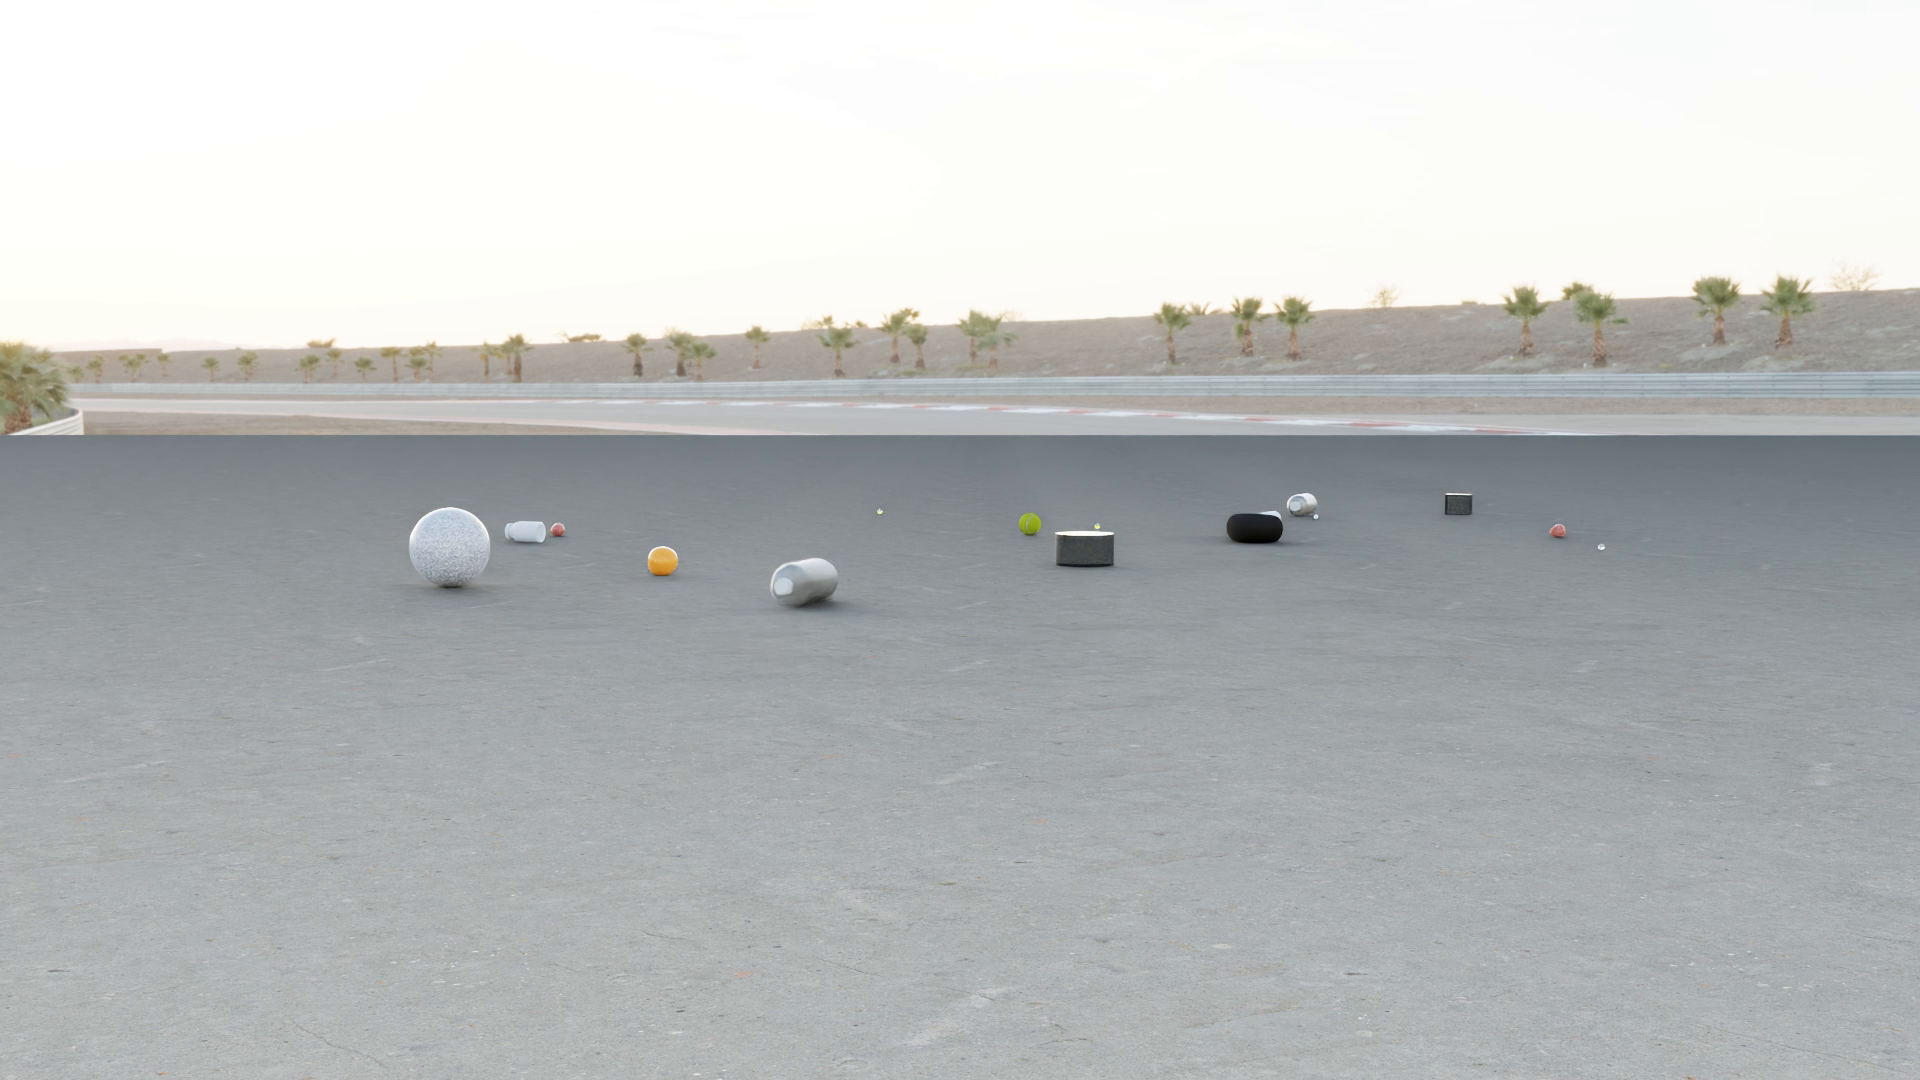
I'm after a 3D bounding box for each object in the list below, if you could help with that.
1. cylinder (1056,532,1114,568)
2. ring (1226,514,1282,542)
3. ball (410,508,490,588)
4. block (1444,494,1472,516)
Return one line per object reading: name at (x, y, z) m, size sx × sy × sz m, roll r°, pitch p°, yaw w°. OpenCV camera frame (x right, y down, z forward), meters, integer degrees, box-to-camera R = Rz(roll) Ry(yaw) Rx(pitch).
cylinder at (0.319, 0.023, 5.621) m, size 0.149 × 0.080 × 0.152 m, roll -1°, pitch 4°, yaw -16°
ring at (0.871, -0.035, 6.503) m, size 0.166 × 0.078 × 0.268 m, roll 2°, pitch 3°, yaw 8°
ball at (-1.155, 0.017, 4.982) m, size 0.180 × 0.180 × 0.180 m, roll 0°, pitch 4°, yaw 0°
block at (1.787, -0.128, 7.880) m, size 0.084 × 0.072 × 0.050 m, roll 2°, pitch 4°, yaw 29°
